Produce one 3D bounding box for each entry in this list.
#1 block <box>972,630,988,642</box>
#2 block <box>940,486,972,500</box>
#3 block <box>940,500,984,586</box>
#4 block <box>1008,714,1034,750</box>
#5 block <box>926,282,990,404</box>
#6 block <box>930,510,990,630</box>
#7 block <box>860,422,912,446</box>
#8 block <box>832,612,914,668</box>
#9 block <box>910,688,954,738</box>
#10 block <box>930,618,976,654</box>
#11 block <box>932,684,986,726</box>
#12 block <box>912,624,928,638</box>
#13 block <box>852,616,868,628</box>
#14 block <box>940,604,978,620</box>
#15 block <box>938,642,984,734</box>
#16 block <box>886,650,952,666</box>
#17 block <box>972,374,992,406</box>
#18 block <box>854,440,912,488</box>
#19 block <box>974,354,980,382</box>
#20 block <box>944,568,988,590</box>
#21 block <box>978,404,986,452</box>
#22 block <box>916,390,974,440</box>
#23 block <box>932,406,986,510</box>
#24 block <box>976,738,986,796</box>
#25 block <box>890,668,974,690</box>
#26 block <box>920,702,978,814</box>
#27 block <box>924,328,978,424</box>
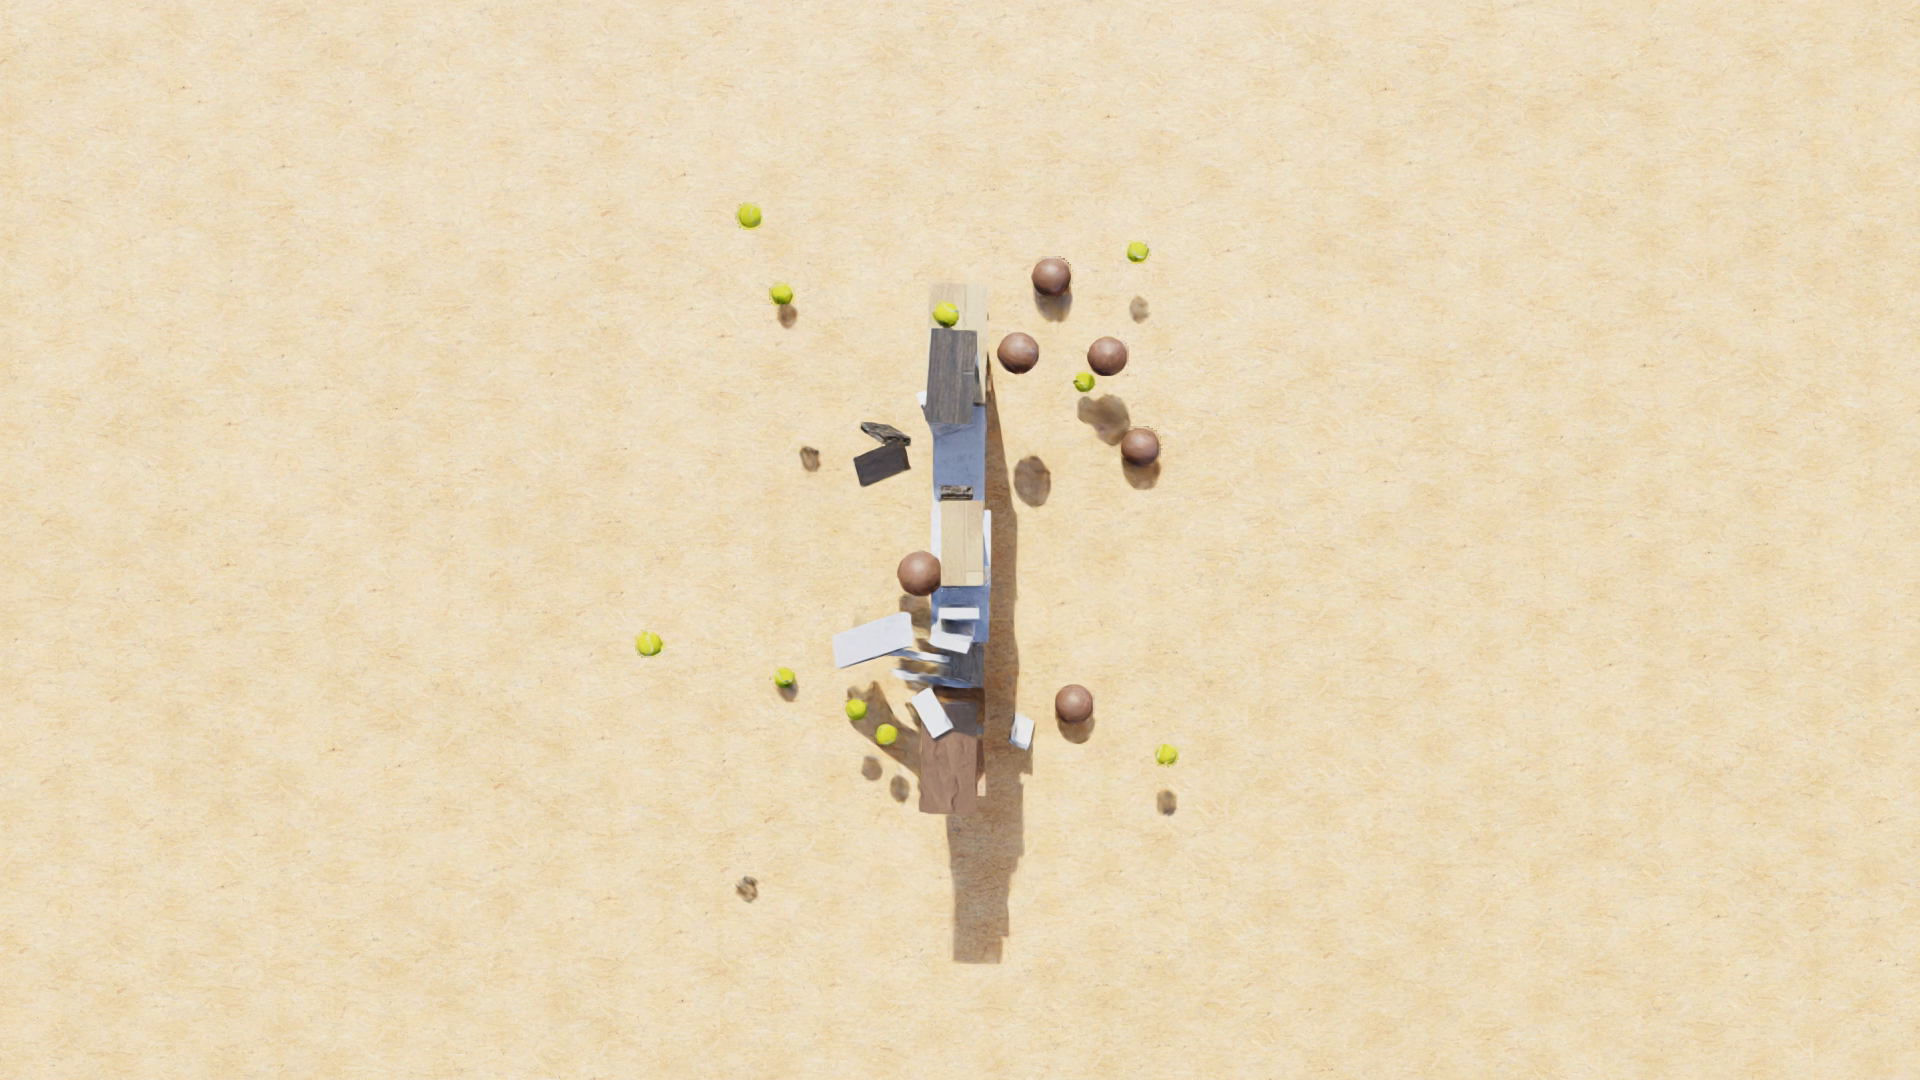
[{"bbox_3d":[0.000,0.143,5.128,0.174,0.049,0.347,0,90,0],"label":"block"},{"bbox_3d":[-0.009,-0.121,4.681,0.090,0.181,0.026,1,78,0],"label":"block"},{"bbox_3d":[0.005,0.008,4.466,0.114,0.032,0.229,0,88,-1],"label":"block"},{"bbox_3d":[0.203,0.632,5.436,0.067,0.133,0.019,24,123,-5],"label":"block"},{"bbox_3d":[-0.008,-0.565,4.752,0.171,0.048,0.341,2,90,0],"label":"block"},{"bbox_3d":[0.001,0.086,4.739,0.170,0.048,0.340,0,90,0],"label":"block"},{"bbox_3d":[-0.217,-0.311,4.835,0.090,0.181,0.026,5,104,-25],"label":"block"},{"bbox_3d":[-0.274,0.312,5.108,0.030,0.432,0.107,0,78,-34],"label":"block"},{"bbox_3d":[-0.082,0.502,4.794,0.067,0.019,0.133,-30,90,0],"label":"block"},{"bbox_3d":[-0.019,0.265,4.604,0.107,0.214,0.030,13,101,3],"label":"block"},{"bbox_3d":[-0.006,0.497,5.010,0.160,0.320,0.045,5,97,0],"label":"block"},{"bbox_3d":[-0.161,0.284,5.135,0.075,0.149,0.021,2,96,-23],"label":"block"},{"bbox_3d":[-0.299,0.304,5.196,0.021,0.149,0.075,1,115,-32],"label":"block"},{"bbox_3d":[-0.002,0.199,4.608,0.107,0.214,0.030,0,91,0],"label":"block"},{"bbox_3d":[0.003,0.465,5.193,0.144,0.041,0.287,0,90,0],"label":"block"},{"bbox_3d":[-0.139,0.362,5.139,0.218,0.075,0.021,8,80,5],"label":"block"},{"bbox_3d":[0.005,-0.433,4.947,0.171,0.341,0.048,-15,89,0],"label":"block"},{"bbox_3d":[-0.225,-0.218,4.732,0.181,0.026,0.090,-20,84,39],"label":"block"},{"bbox_3d":[-0.009,-0.479,4.601,0.126,0.251,0.036,1,85,0],"label":"block"},{"bbox_3d":[0.013,0.109,4.597,0.114,0.229,0.032,-8,87,-3],"label":"block"},{"bbox_3d":[0.000,-0.441,5.141,0.167,0.047,0.335,0,90,0],"label":"block"},{"bbox_3d":[-0.039,-0.365,4.625,0.126,0.295,0.036,-22,73,0],"label":"block"},{"bbox_3d":[-0.004,-0.235,4.793,0.151,0.043,0.302,1,90,0],"label":"block"},{"bbox_3d":[-0.004,0.706,5.175,0.160,0.648,0.045,0,94,0],"label":"block"},{"bbox_3d":[-0.086,0.427,5.076,0.260,0.067,0.019,12,93,-31],"label":"block"},{"bbox_3d":[-0.033,0.637,4.827,0.160,0.045,0.320,1,90,0],"label":"block"},{"bbox_3d":[-0.024,-0.442,4.458,0.126,0.036,0.251,4,93,0],"label":"block"}]
